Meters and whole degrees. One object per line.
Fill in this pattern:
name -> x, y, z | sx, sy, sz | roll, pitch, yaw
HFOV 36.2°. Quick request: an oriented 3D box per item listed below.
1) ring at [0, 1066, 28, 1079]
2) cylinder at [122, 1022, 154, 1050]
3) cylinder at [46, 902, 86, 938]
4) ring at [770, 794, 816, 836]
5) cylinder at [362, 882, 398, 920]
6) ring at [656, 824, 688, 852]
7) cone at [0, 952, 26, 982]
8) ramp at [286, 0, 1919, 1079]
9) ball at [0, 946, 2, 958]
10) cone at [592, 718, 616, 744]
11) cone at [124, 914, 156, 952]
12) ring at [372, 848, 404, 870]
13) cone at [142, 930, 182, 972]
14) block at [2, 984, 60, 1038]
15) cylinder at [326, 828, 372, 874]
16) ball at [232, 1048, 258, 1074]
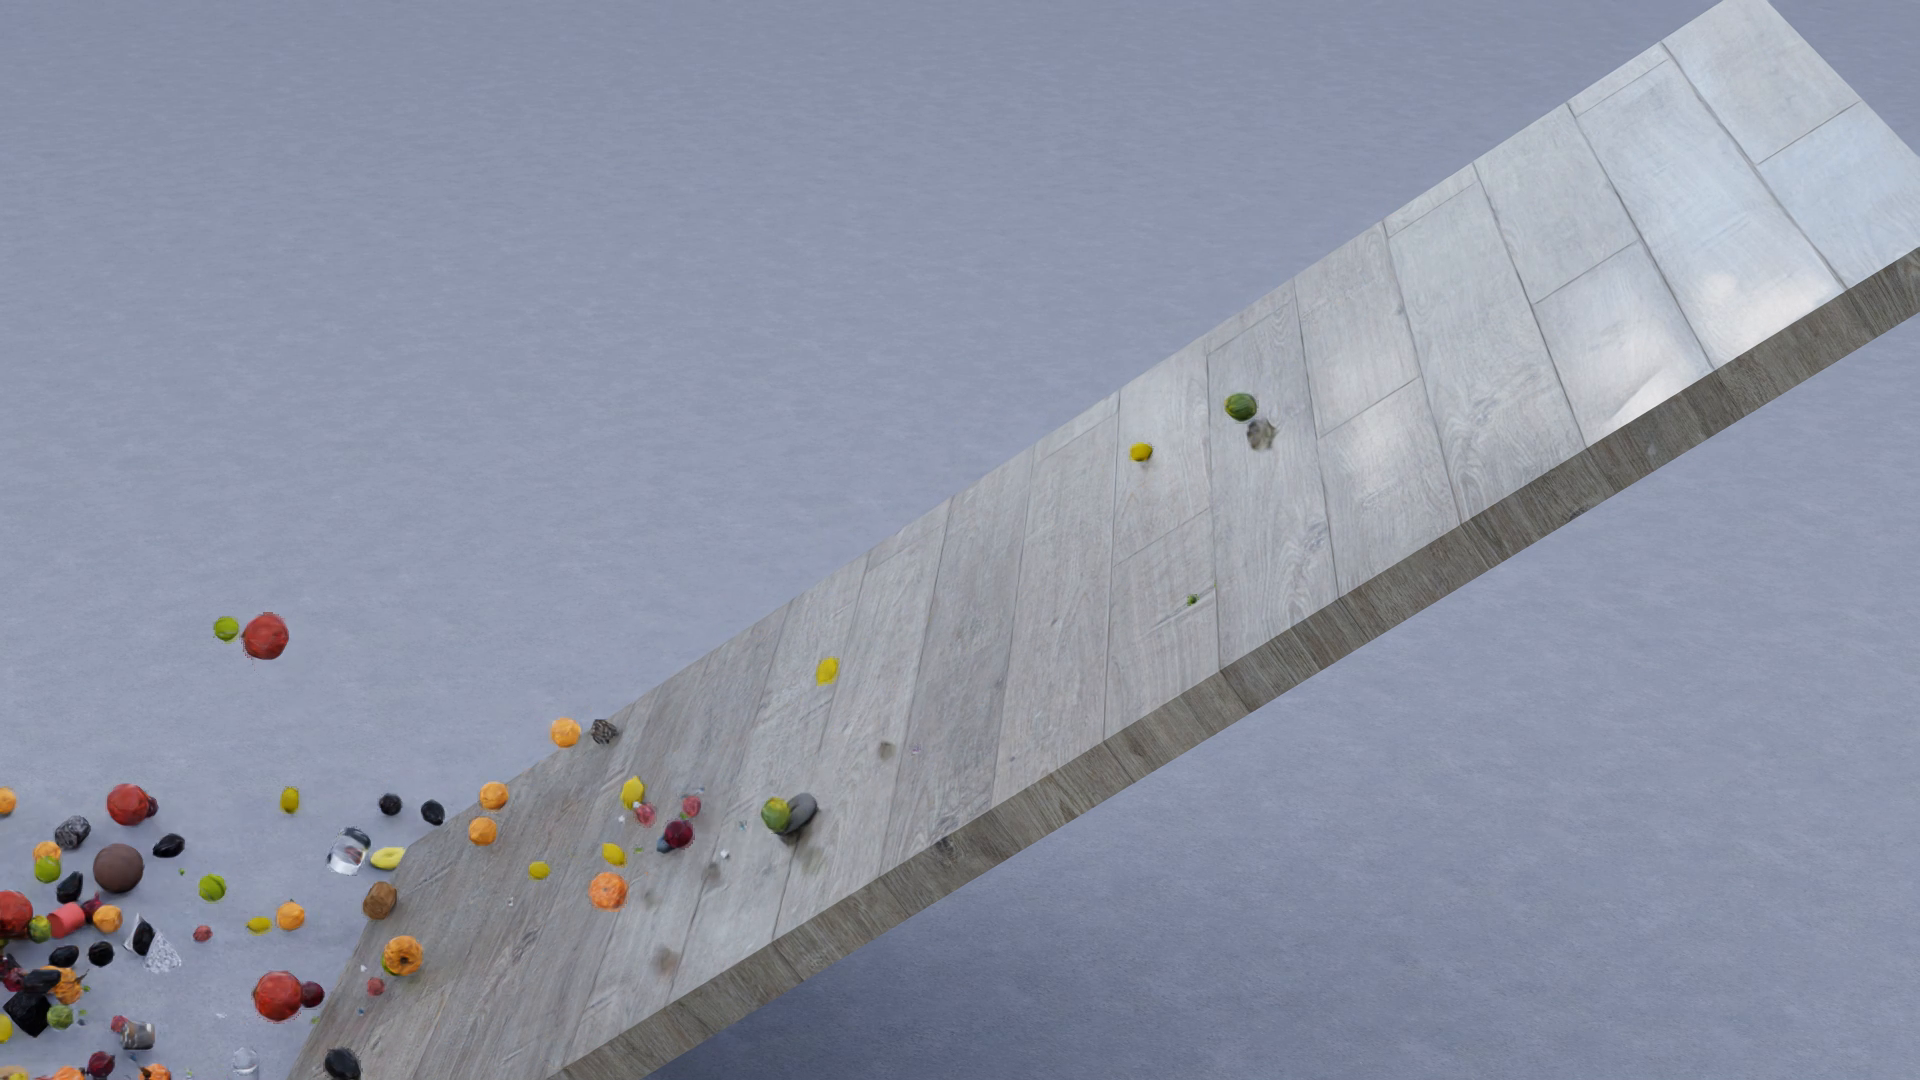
ring -> -2.203, 1.248, 6.813 | 0.089, 0.030, 0.089 | -1, 22, 0
cylinder -> -1.935, 1.167, 6.923 | 0.062, 0.062, 0.062 | 6, 16, -30
cylinder -> -2.269, 0.964, 7.458 | 0.069, 0.069, 0.069 | 12, 24, 27
ring -> -0.337, 0.556, 5.966 | 0.107, 0.036, 0.107 | -34, 17, 12
cylinder -> -1.442, 0.897, 7.312 | 0.069, 0.069, 0.069 | 4, 35, 11
ring -> -0.622, 0.644, 6.350 | 0.080, 0.027, 0.080 | -35, 15, 11
cone -> -2.348, 1.048, 7.271 | 0.065, 0.065, 0.065 | 0, 21, 0
ramp -> 0.135, 0.174, 6.307 | 4.000, 0.100, 2.000 | -33, 16, 15
ball -> -2.366, 1.004, 7.151 | 0.072, 0.072, 0.072 | 0, 21, 0
cone -> -0.882, 0.478, 7.401 | 0.065, 0.065, 0.065 | 10, 3, 24
cone -> -2.068, 0.978, 7.418 | 0.088, 0.088, 0.088 | 0, 21, 0
ring -> -1.516, 0.846, 7.824 | 0.098, 0.033, 0.098 | -3, 19, 1
cone -> -1.992, 1.011, 7.323 | 0.096, 0.096, 0.096 | 0, 21, 0
block -> -2.219, 1.125, 7.024 | 0.076, 0.076, 0.076 | 19, 54, 39
cylinder -> -1.616, 0.823, 7.777 | 0.088, 0.088, 0.088 | 6, 43, 16
ball -> -1.665, 1.214, 6.856 | 0.060, 0.060, 0.060 | 0, 21, 0
